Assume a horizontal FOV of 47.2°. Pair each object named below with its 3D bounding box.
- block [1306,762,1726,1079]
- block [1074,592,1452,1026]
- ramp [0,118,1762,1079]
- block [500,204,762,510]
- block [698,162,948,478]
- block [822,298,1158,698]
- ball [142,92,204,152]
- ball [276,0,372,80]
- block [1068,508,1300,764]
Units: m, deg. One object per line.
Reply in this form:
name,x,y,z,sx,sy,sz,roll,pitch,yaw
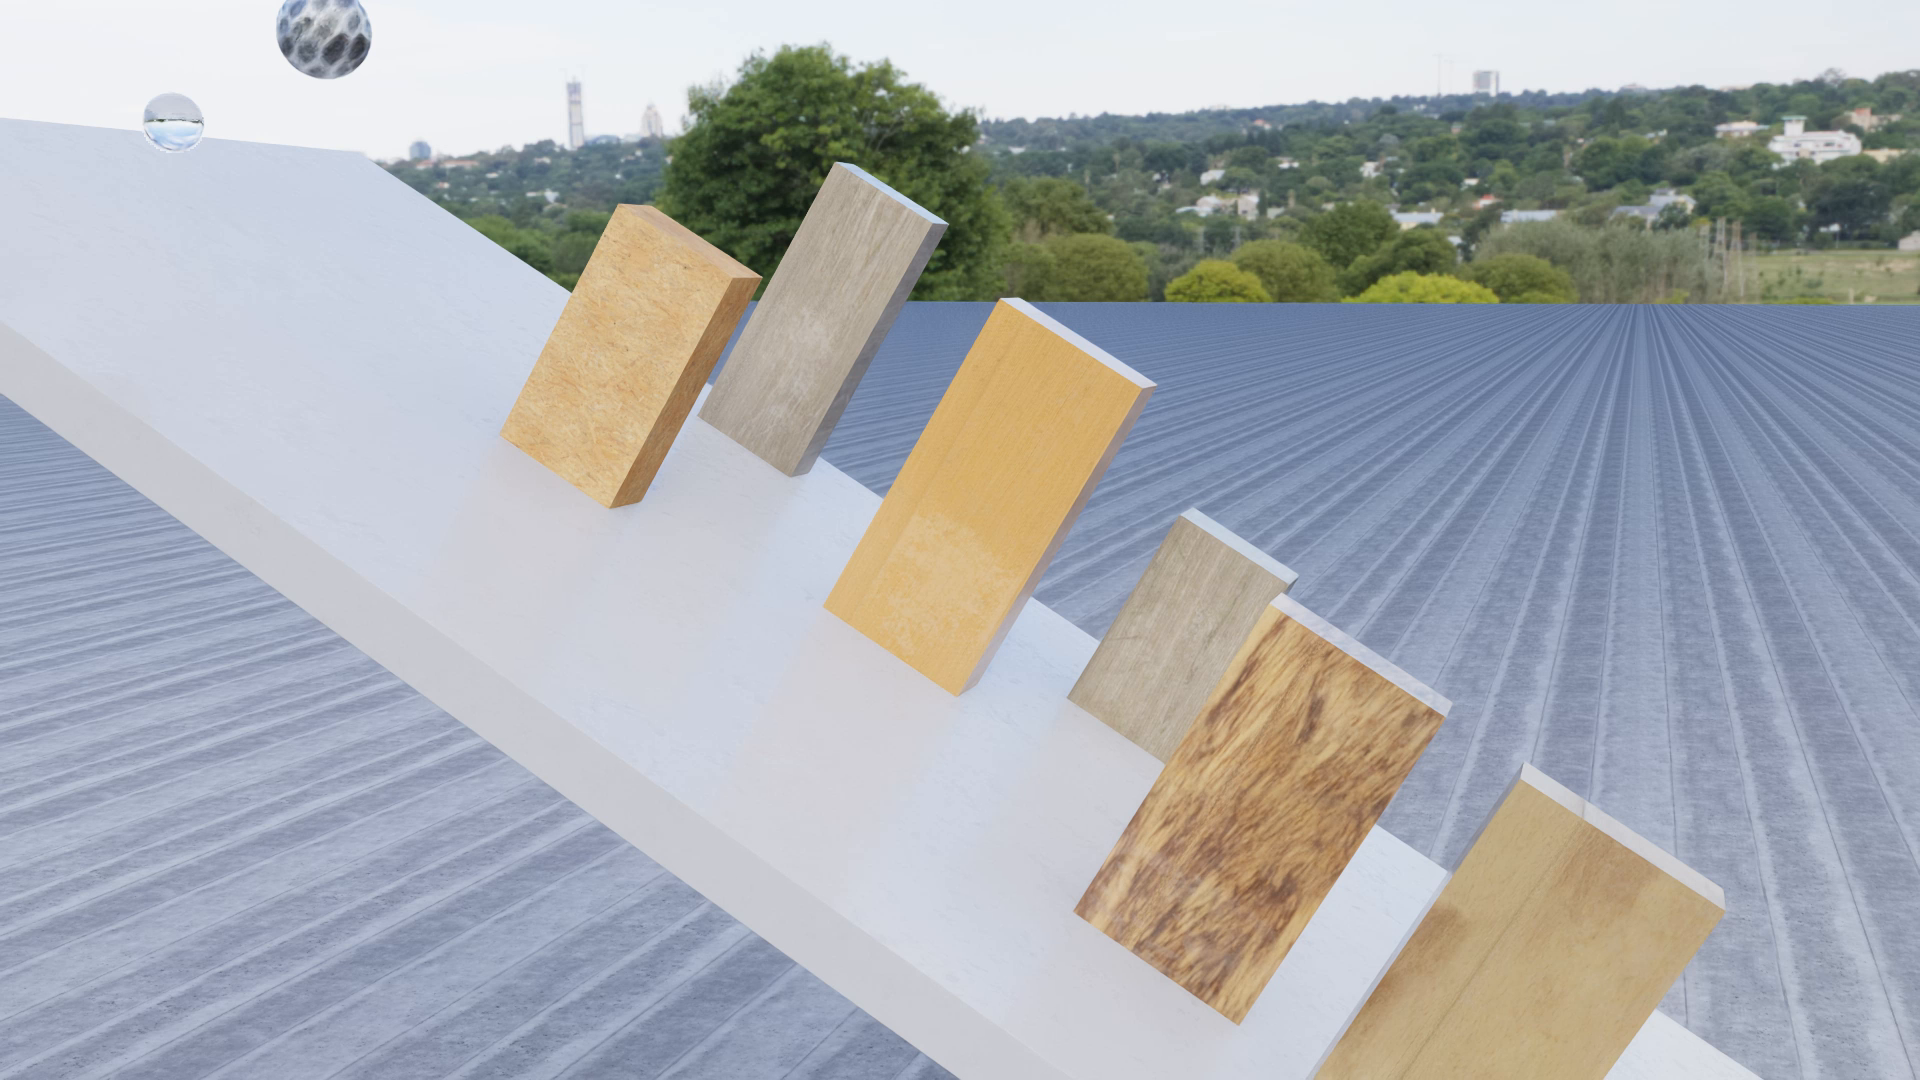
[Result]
block,0.734,0.673,3.060,0.312,0.660,0.112,33,15,11
block,0.477,0.426,3.493,0.317,0.601,0.124,33,15,11
ramp,-0.168,0.277,4.120,4.000,0.100,2.000,33,15,11
block,-0.617,-0.343,4.110,0.261,0.498,0.141,33,15,11
block,-0.307,-0.486,4.885,0.259,0.650,0.119,33,15,11
block,0.053,-0.081,4.173,0.315,0.688,0.134,33,15,11
ball,-1.483,-0.788,4.145,0.109,0.109,0.109,0,7,0
ball,-1.251,-0.999,4.327,0.183,0.183,0.183,0,7,0
block,0.456,0.199,4.502,0.259,0.451,0.141,33,15,11
